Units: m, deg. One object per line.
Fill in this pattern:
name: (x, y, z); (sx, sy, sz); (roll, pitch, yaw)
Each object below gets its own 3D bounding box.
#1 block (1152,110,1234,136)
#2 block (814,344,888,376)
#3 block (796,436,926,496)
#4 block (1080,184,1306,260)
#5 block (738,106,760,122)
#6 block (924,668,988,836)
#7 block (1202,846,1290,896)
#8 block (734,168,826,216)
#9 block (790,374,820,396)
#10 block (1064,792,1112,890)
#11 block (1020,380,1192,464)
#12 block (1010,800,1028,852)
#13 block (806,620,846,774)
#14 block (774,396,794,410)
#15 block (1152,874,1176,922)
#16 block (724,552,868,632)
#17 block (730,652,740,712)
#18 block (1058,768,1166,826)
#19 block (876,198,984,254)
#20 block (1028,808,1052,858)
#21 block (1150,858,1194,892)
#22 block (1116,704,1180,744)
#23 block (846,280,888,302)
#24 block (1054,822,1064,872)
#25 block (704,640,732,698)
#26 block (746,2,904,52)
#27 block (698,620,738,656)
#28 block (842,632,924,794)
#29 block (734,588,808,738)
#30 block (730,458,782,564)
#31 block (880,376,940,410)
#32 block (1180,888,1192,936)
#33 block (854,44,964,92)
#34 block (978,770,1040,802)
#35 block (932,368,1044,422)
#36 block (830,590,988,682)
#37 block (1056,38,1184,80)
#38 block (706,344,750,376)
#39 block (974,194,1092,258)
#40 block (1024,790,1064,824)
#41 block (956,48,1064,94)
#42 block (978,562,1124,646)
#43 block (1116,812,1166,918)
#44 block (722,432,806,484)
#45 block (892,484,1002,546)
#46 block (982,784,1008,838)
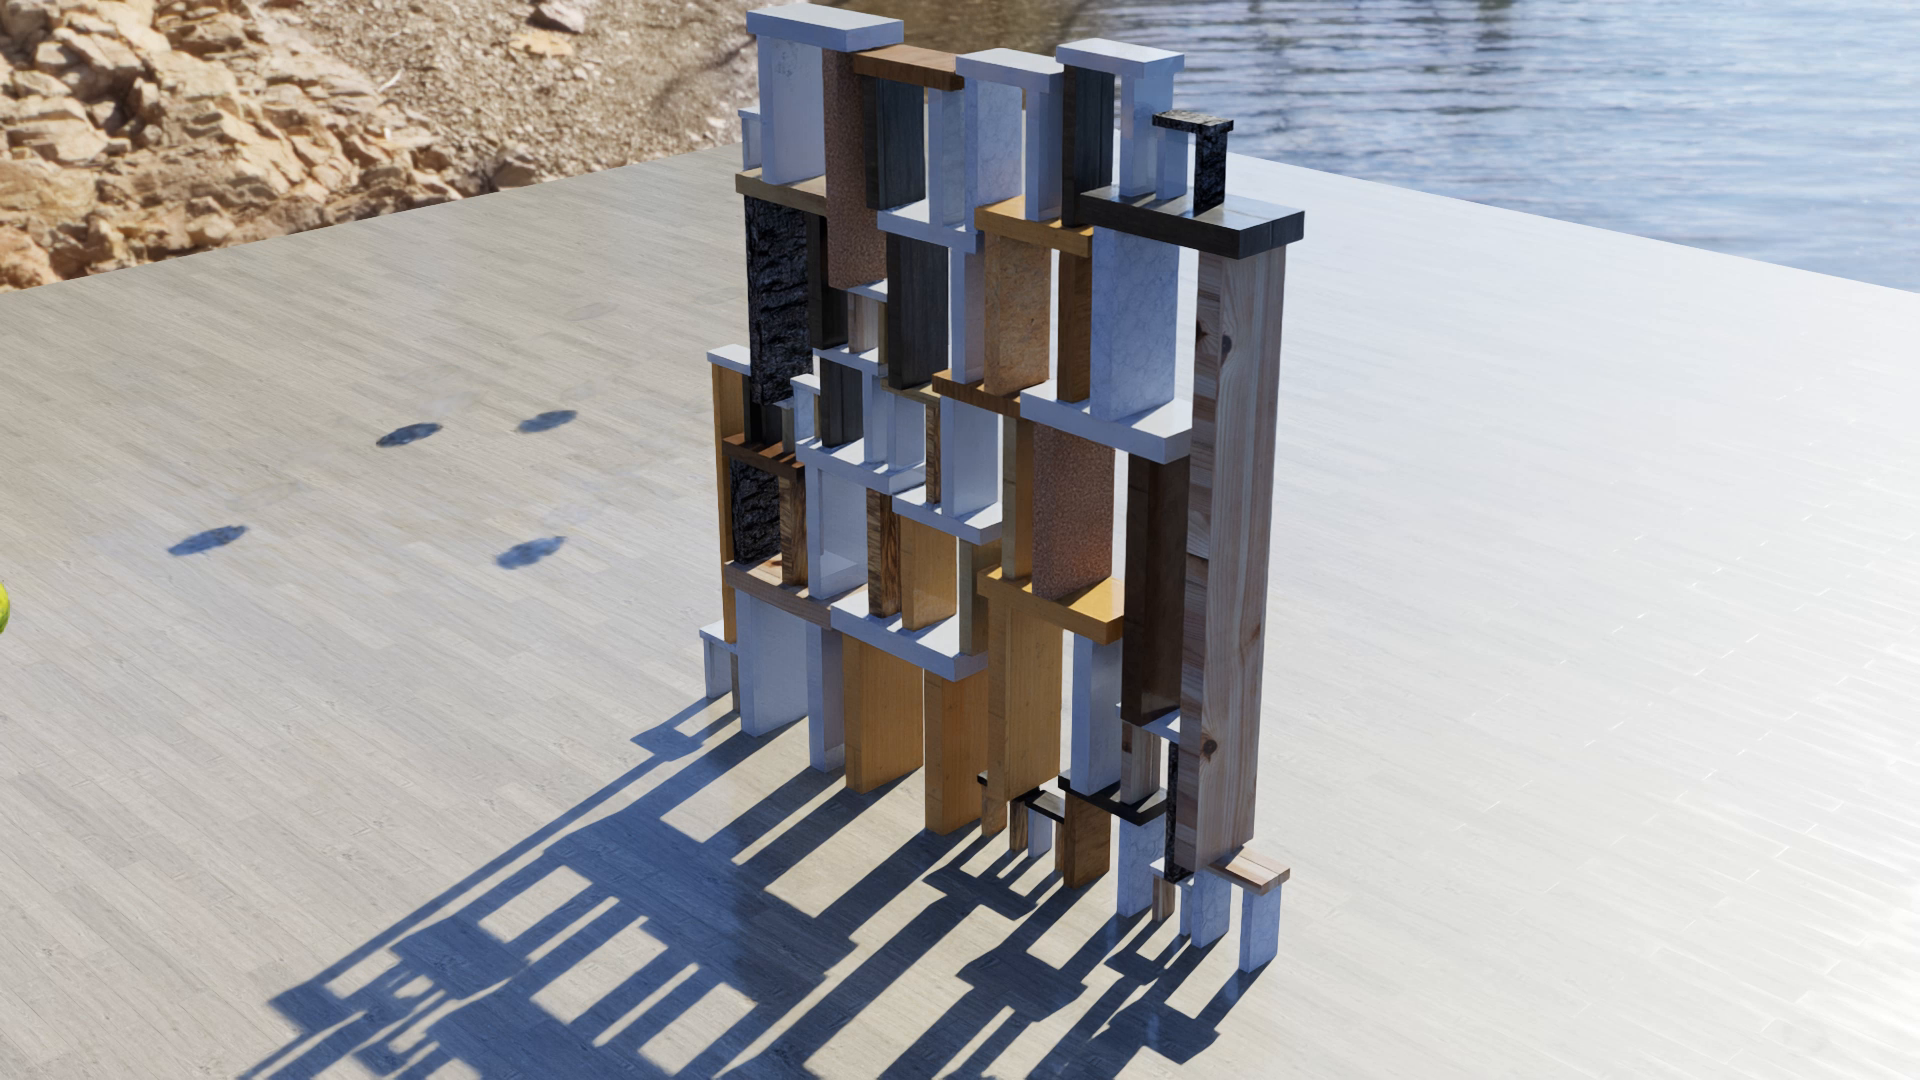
block: (0.374, -0.670, 3.532); (0.059, 0.017, 0.119); (-22, 31, -40)
block: (-0.190, -0.363, 4.283); (0.185, 0.026, 0.093); (21, 31, 40)
block: (-0.185, -0.159, 4.359); (0.271, 0.038, 0.135); (21, 31, 41)
block: (0.375, -0.528, 3.582); (0.167, 0.047, 0.335); (-22, 31, -40)
block: (-0.382, -0.830, 4.290); (0.099, 0.014, 0.050); (21, 31, 40)
block: (0.010, 0.395, 4.377); (0.050, 0.354, 0.177); (21, 31, 41)
block: (0.498, 0.581, 3.935); (0.166, 0.024, 0.083); (21, 31, 41)
block: (-0.297, -0.680, 4.259); (0.269, 0.038, 0.135); (21, 31, 40)
block: (-0.293, -0.312, 4.415); (0.047, 0.013, 0.094); (-21, 31, -40)
block: (0.243, 0.556, 4.191); (0.029, 0.203, 0.102); (21, 31, 41)
block: (0.283, -0.217, 3.830); (0.167, 0.047, 0.335); (-21, 31, -40)
block: (0.123, 0.549, 4.319); (0.016, 0.115, 0.058); (21, 31, 41)
block: (-0.240, 0.303, 4.613); (0.048, 0.338, 0.169); (21, 31, 41)
block: (-0.367, -0.291, 4.502); (0.097, 0.014, 0.049); (21, 31, 40)
block: (0.380, 0.656, 4.088); (0.014, 0.099, 0.049); (21, 31, 41)
block: (-0.320, 0.094, 4.611); (0.338, 0.048, 0.169); (21, 31, 41)
block: (-0.472, 0.303, 4.865); (0.020, 0.141, 0.071); (21, 31, 41)
block: (0.291, 0.467, 4.102); (0.203, 0.029, 0.102); (21, 31, 41)
block: (-0.019, -0.573, 4.001); (0.249, 0.035, 0.125); (20, 31, 40)
block: (0.157, 0.563, 4.297); (0.015, 0.107, 0.054); (21, 31, 41)
block: (0.402, 0.613, 4.045); (0.049, 0.014, 0.099); (-21, 31, -40)
block: (0.370, 0.321, 3.952); (0.084, 0.024, 0.167); (-21, 31, -40)
block: (-0.159, -0.479, 4.185); (0.122, 0.017, 0.061); (21, 31, 40)
block: (0.207, 0.583, 4.251); (0.015, 0.107, 0.054); (21, 31, 41)
block: (-0.538, 0.277, 4.927); (0.020, 0.141, 0.071); (21, 31, 41)
block: (-0.252, -0.953, 4.083); (0.140, 0.040, 0.281); (-21, 31, -40)
block: (-0.505, 0.216, 4.864); (0.141, 0.020, 0.071); (21, 31, 41)
block: (-0.157, 0.330, 4.530); (0.050, 0.354, 0.177); (21, 31, 41)
block: (-0.400, 0.241, 4.760); (0.048, 0.338, 0.169); (21, 31, 41)
block: (-0.427, -0.076, 4.649); (0.033, 0.236, 0.118); (21, 31, 41)
block: (-0.067, -0.288, 4.176); (0.080, 0.023, 0.159); (-21, 31, -40)
block: (0.426, 0.674, 4.045); (0.014, 0.099, 0.049); (21, 31, 41)
block: (-0.063, -0.844, 3.928); (0.244, 0.035, 0.122); (21, 31, 40)
block: (0.095, 0.478, 4.318); (0.115, 0.016, 0.058); (21, 31, 40)
block: (0.074, -0.274, 4.024); (0.238, 0.034, 0.119); (21, 31, 41)
block: (-0.073, 0.177, 4.375); (0.354, 0.050, 0.177); (21, 31, 41)
block: (0.261, -0.790, 3.603); (0.098, 0.028, 0.195); (-21, 31, -40)
block: (-0.448, -0.372, 4.553); (0.148, 0.021, 0.074); (21, 31, 41)
block: (0.167, -0.547, 3.814); (0.266, 0.038, 0.133); (21, 31, 40)
block: (0.182, 0.516, 4.250); (0.107, 0.015, 0.054); (21, 31, 41)
block: (0.110, -0.804, 3.759); (0.112, 0.032, 0.223); (-21, 31, -40)
block: (0.201, 0.101, 4.054); (0.319, 0.045, 0.159); (21, 31, 40)
block: (0.339, 0.593, 4.103); (0.029, 0.203, 0.102); (21, 31, 41)
block: (-0.371, -0.178, 4.545); (0.236, 0.033, 0.118); (21, 31, 40)
block: (-0.004, -0.054, 4.200); (0.119, 0.034, 0.239); (-21, 31, -41)
block: (0.068, 0.528, 4.369); (0.058, 0.115, 0.016); (-21, 31, -41)
